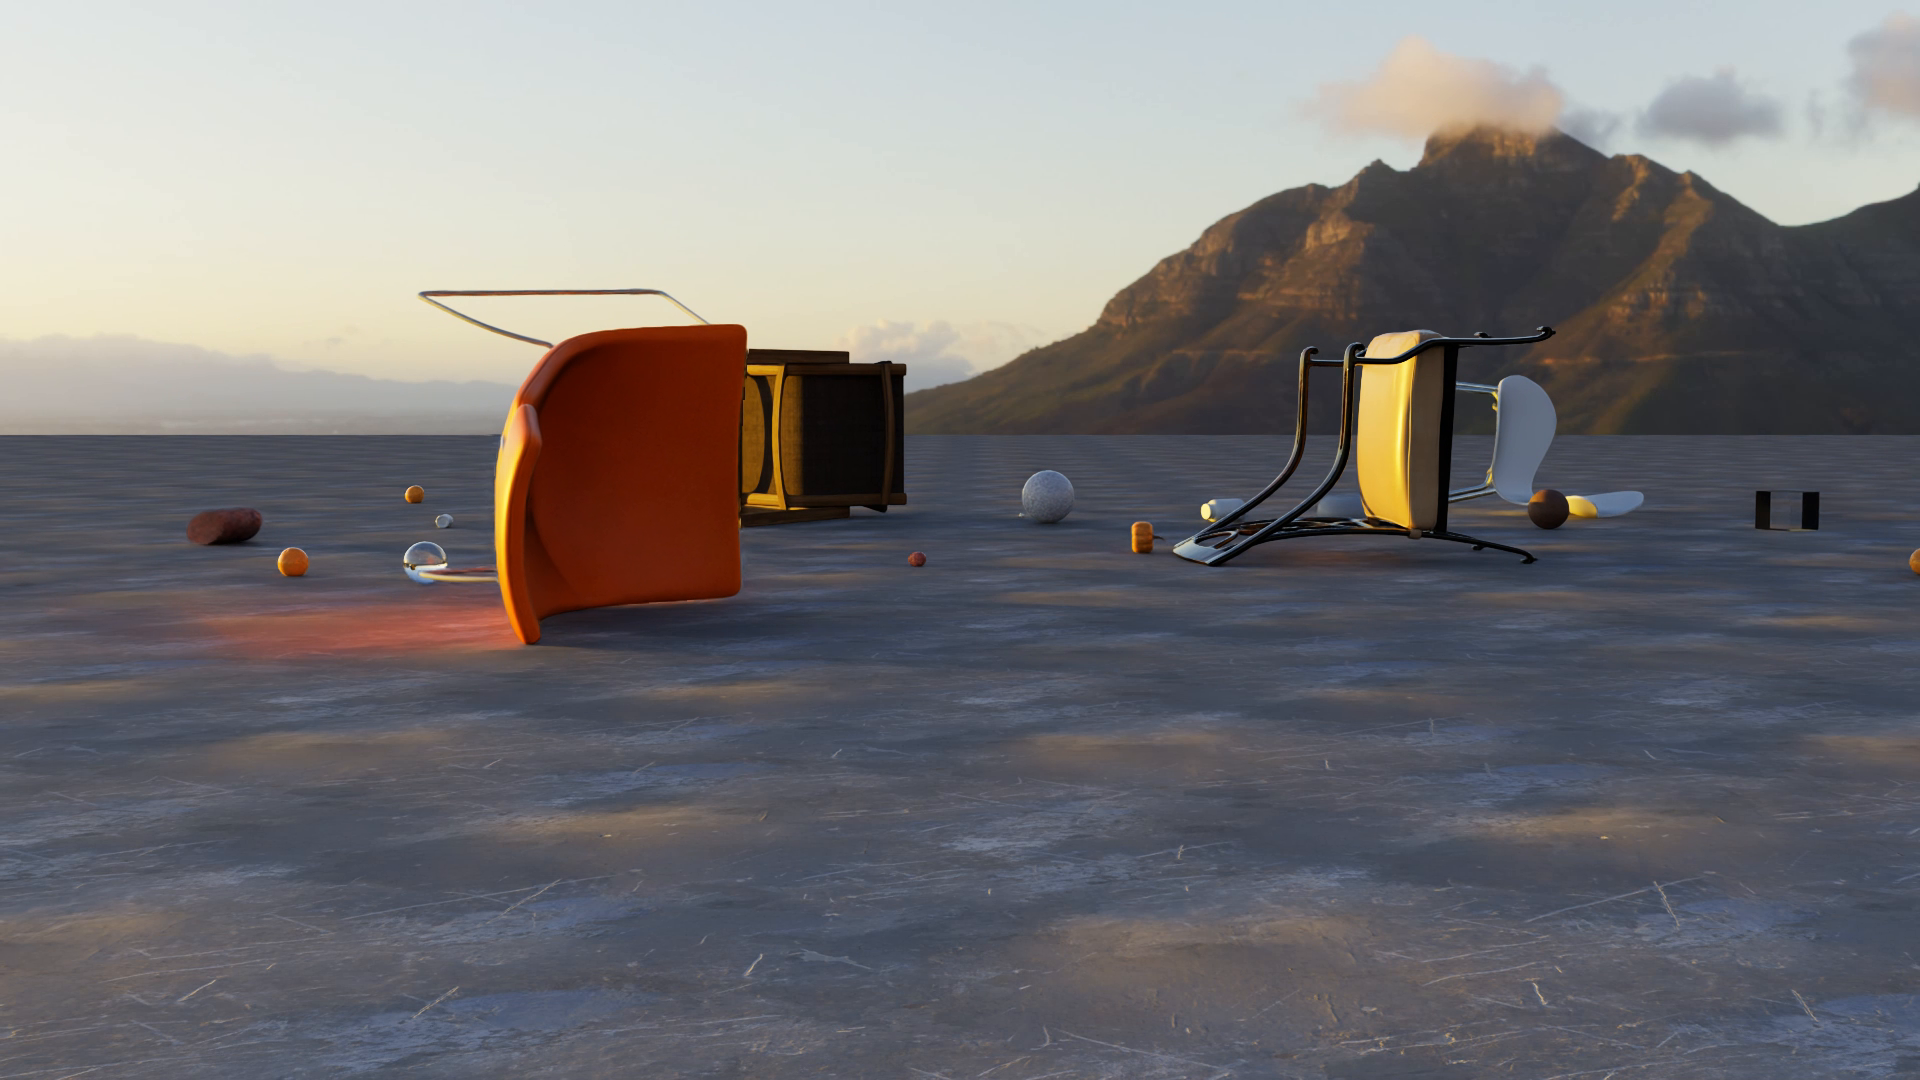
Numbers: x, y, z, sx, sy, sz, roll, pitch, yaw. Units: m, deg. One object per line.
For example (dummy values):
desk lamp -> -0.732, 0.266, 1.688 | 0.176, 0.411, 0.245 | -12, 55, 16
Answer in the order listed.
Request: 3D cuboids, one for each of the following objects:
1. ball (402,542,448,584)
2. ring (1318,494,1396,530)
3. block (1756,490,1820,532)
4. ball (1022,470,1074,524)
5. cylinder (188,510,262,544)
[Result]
ball -> -1.226, 0.053, 5.044 | 0.099, 0.099, 0.099 | 0, 4, 0
ring -> 1.283, -0.090, 7.109 | 0.226, 0.105, 0.399 | 4, 5, 31
block -> 2.644, -0.094, 7.029 | 0.128, 0.122, 0.141 | -2, 4, -27
ball -> 0.296, -0.144, 7.359 | 0.177, 0.177, 0.177 | 0, 4, 0
cylinder -> -2.140, -0.038, 6.402 | 0.138, 0.088, 0.163 | -21, -5, 22
